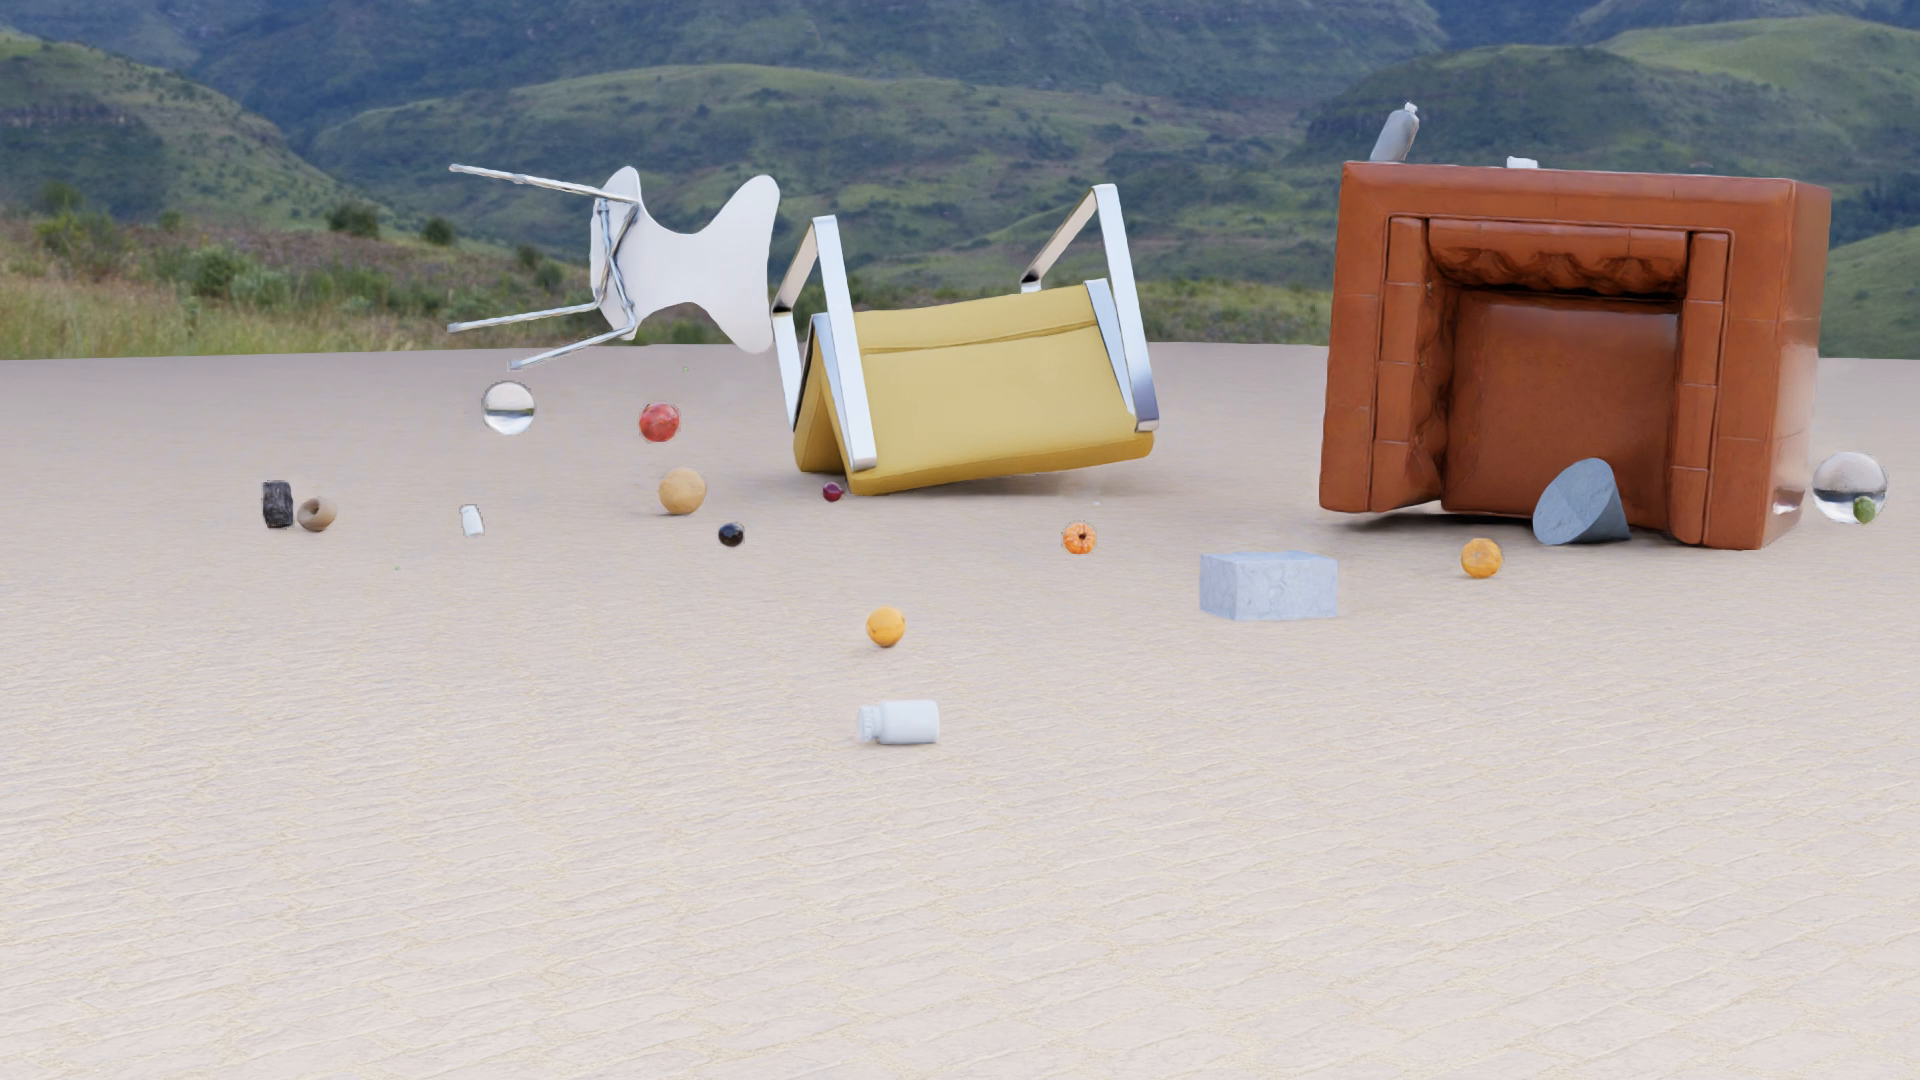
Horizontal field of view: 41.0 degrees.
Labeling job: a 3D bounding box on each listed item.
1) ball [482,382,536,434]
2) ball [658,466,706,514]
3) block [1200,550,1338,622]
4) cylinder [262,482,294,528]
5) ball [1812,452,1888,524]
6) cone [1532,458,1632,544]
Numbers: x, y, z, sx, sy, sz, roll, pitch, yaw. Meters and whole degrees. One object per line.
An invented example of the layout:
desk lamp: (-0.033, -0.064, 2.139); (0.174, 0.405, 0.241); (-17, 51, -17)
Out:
ball: (-1.301, -0.379, 7.396); (0.150, 0.150, 0.150); (0, 6, 0)
ball: (-0.767, -0.136, 7.082); (0.133, 0.133, 0.133); (0, 6, 0)
block: (0.601, 0.089, 5.001); (0.213, 0.112, 0.173); (-2, 6, -18)
cylinder: (-1.736, -0.089, 6.528); (0.061, 0.116, 0.062); (-3, 15, -2)
ball: (2.366, -0.139, 6.824); (0.193, 0.193, 0.193); (0, 6, 0)
cone: (1.592, -0.047, 6.354); (0.228, 0.255, 0.213); (28, 33, -29)
